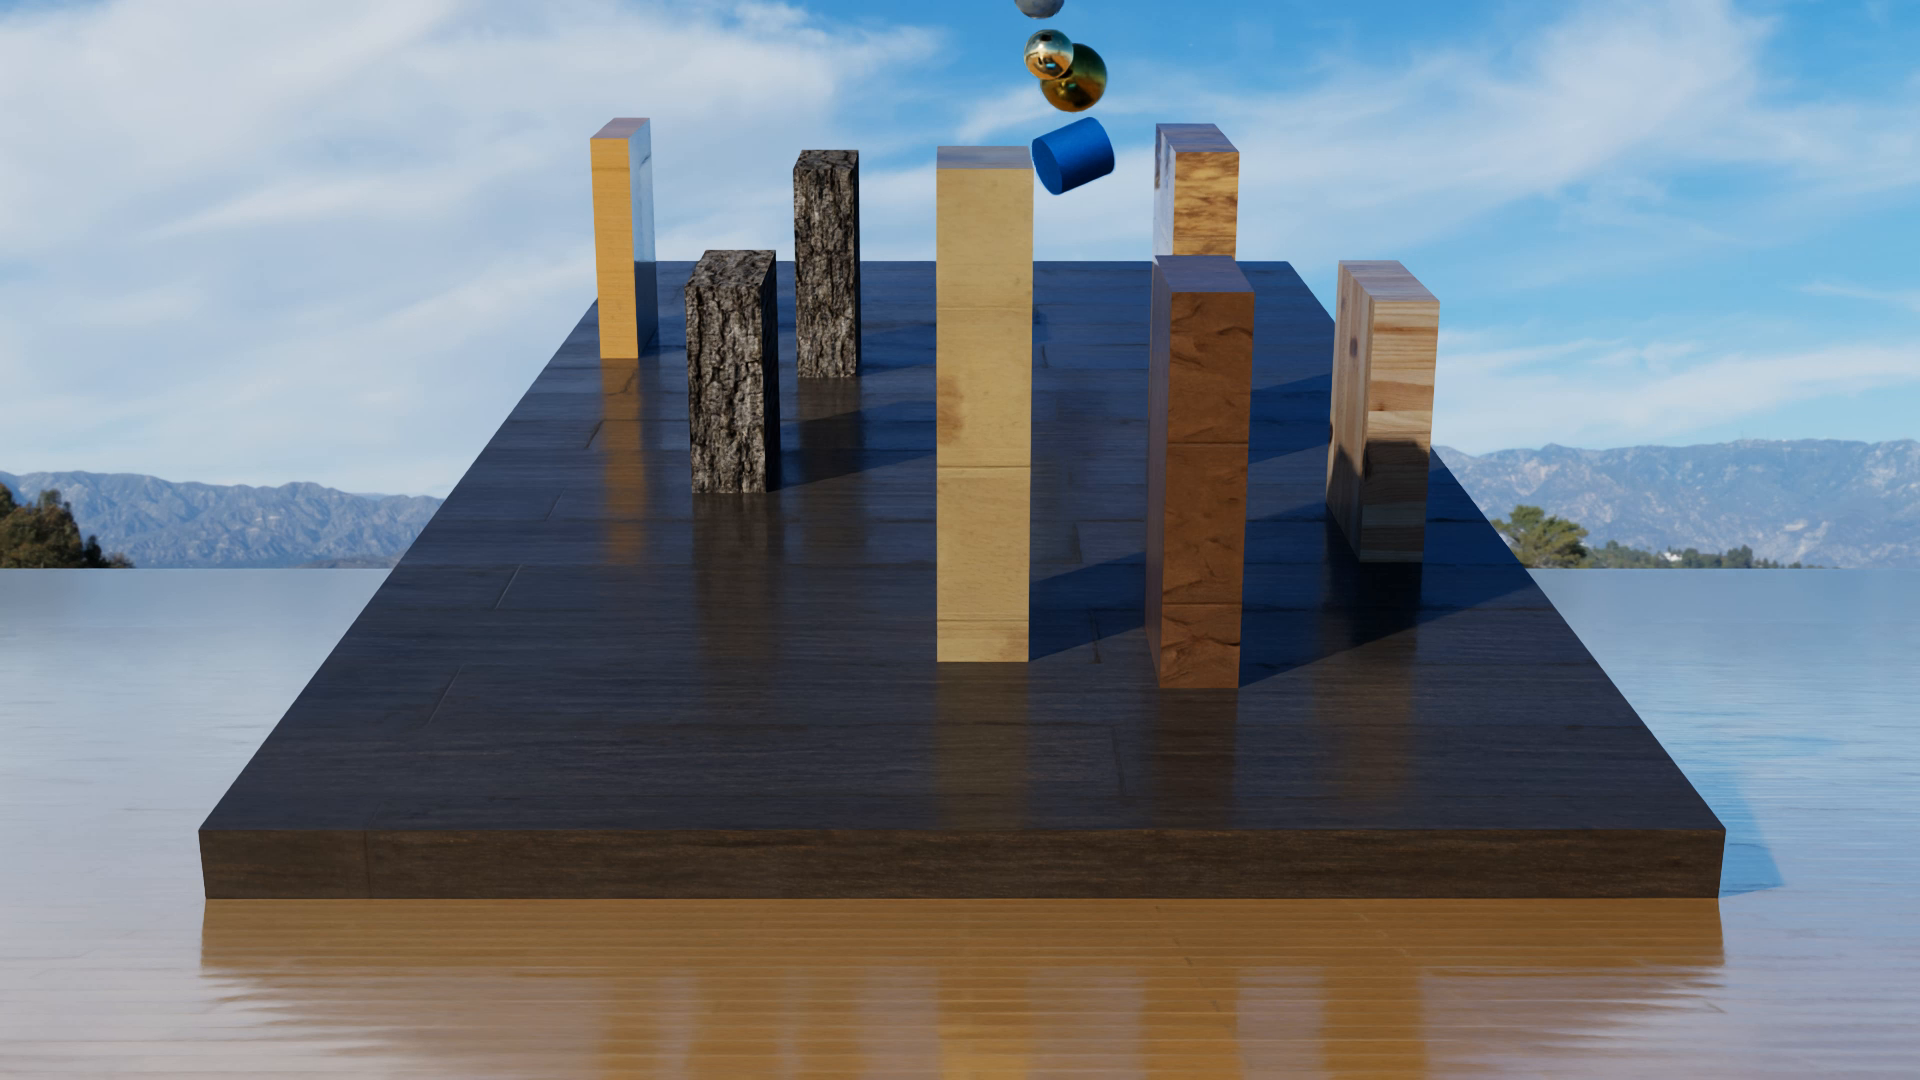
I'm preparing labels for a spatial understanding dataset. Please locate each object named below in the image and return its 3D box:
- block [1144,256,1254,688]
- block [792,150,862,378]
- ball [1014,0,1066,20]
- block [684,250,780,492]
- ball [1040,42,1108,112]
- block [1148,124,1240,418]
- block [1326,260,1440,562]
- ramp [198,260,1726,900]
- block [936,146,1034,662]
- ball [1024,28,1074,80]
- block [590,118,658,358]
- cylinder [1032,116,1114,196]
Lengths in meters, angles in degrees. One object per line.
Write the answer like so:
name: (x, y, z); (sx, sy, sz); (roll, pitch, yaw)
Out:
block: (0.364, -0.110, 3.448); (0.120, 0.612, 0.290); (0, 18, 0)
block: (-0.318, -0.672, 5.395); (0.139, 0.493, 0.332); (0, 18, 0)
ball: (0.228, -1.574, 6.408); (0.155, 0.155, 0.155); (0, -1, 0)
block: (-0.455, -0.348, 4.519); (0.145, 0.411, 0.393); (0, 18, 0)
ball: (0.339, -1.383, 6.681); (0.205, 0.205, 0.205); (0, -1, 0)
block: (0.482, -0.518, 4.668); (0.125, 0.644, 0.443); (0, 18, 0)
block: (0.769, -0.243, 4.092); (0.112, 0.473, 0.380); (0, 18, 0)
ramp: (-0.003, -0.183, 4.842); (2.000, 0.100, 4.000); (0, 18, 0)
block: (0.036, -0.214, 3.509); (0.143, 0.772, 0.246); (0, 18, 0)
ball: (0.259, -1.415, 6.510); (0.148, 0.148, 0.148); (0, -1, 0)
block: (-0.839, -0.765, 5.609); (0.092, 0.537, 0.401); (0, 18, 0)
cylinder: (0.321, -1.093, 6.356); (0.172, 0.172, 0.172); (-25, 6, -15)
